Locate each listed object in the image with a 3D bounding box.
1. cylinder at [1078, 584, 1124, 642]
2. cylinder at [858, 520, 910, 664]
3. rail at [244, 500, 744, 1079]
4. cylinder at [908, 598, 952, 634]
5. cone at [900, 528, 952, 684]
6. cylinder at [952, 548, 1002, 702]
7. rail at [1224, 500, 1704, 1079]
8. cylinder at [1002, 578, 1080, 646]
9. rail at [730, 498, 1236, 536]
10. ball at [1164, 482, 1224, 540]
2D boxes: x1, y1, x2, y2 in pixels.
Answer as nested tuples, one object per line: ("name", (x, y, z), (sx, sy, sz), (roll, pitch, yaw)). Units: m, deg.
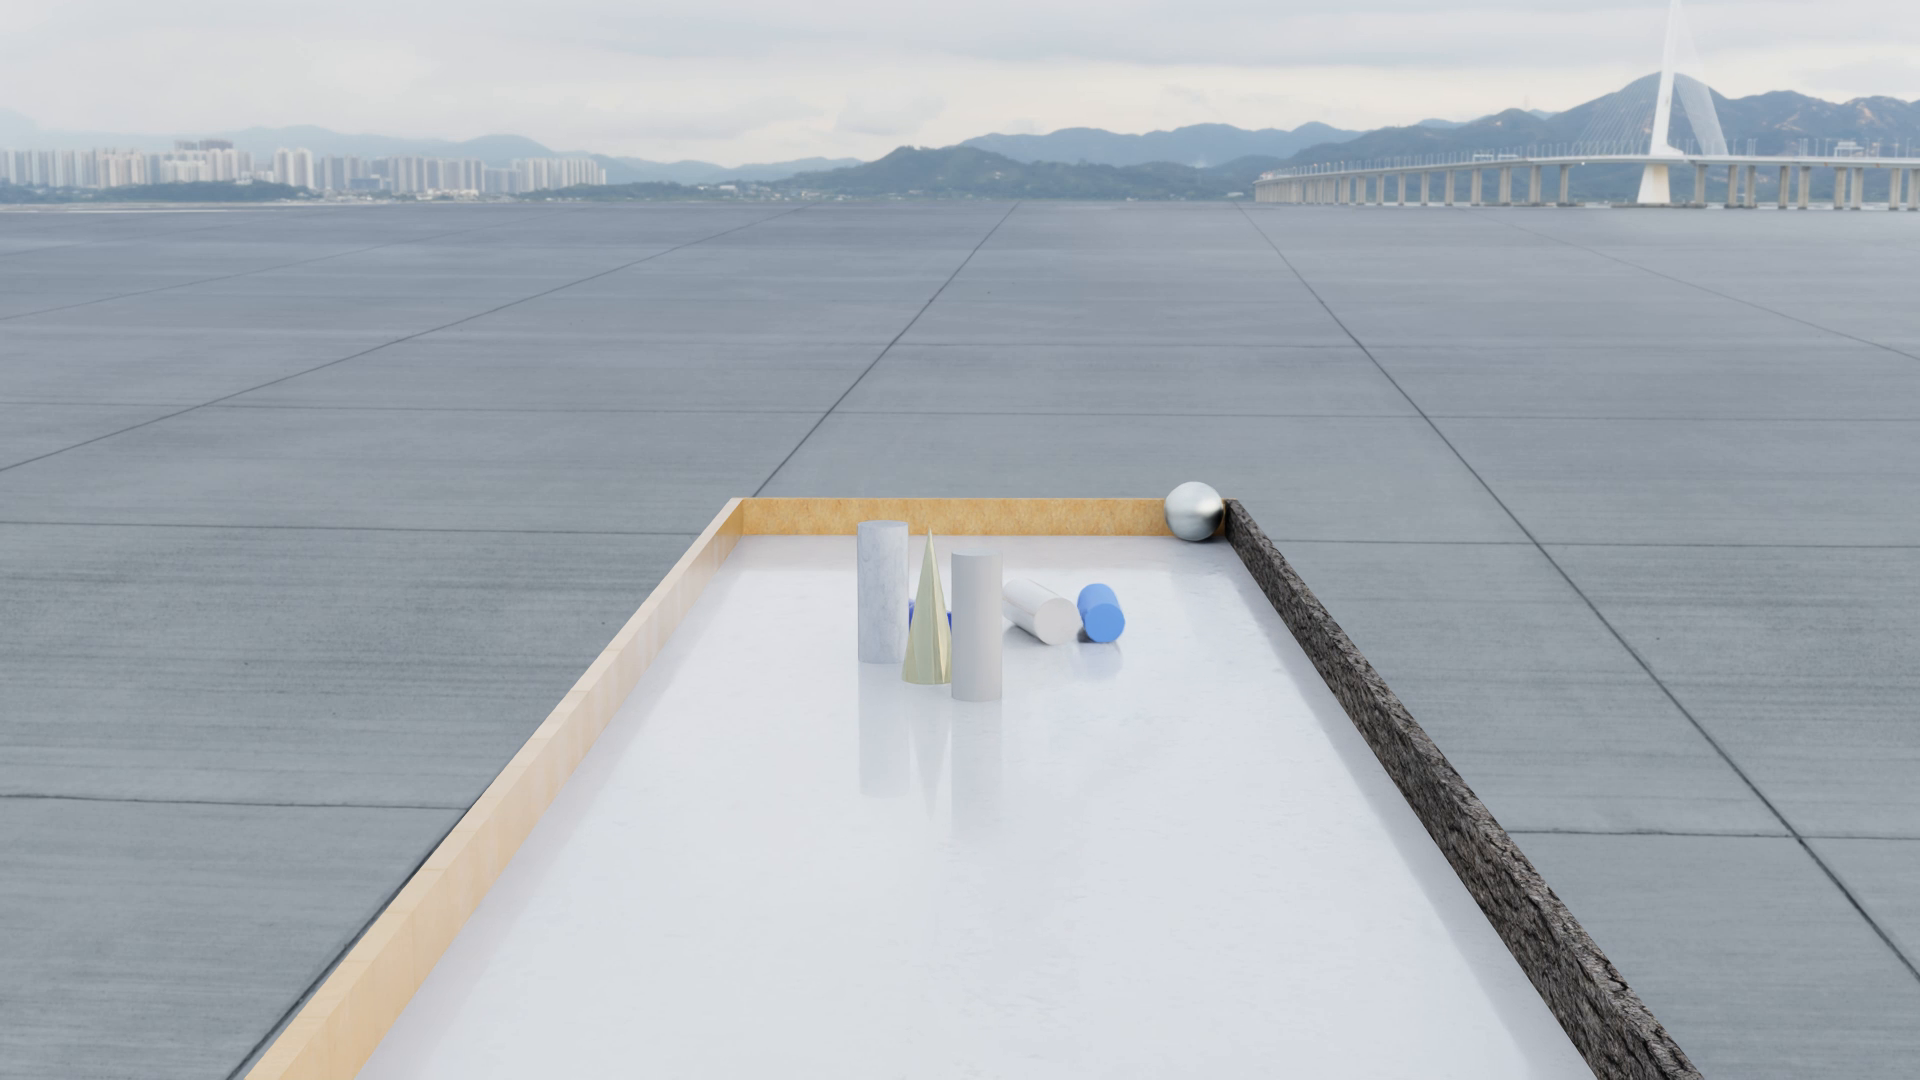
("cylinder", (0.454, 0.234, 7.122), (0.128, 0.128, 0.363), (0, 9, -1))
("cylinder", (-0.233, 0.157, 6.687), (0.156, 0.416, 0.156), (0, 9, 0))
("rail", (-1.004, 0.839, 3.234), (0.050, 0.150, 12.000), (0, 9, 1))
("cylinder", (-0.122, 0.258, 7.019), (0.114, 0.114, 0.367), (-5, 11, -31))
("cone", (-0.088, 0.180, 6.416), (0.173, 0.456, 0.173), (0, 9, 0))
("cylinder", (0.047, 0.237, 6.189), (0.144, 0.414, 0.144), (0, 9, 0))
("rail", (1.046, 0.843, 3.208), (0.050, 0.150, 12.000), (0, 9, 1))
("cylinder", (0.253, 0.228, 7.084), (0.152, 0.152, 0.373), (-3, 9, -16))
("rail", (0.099, -0.098, 9.147), (2.100, 0.150, 0.050), (0, 9, 1))
("ball", (0.954, -0.118, 8.976), (0.243, 0.243, 0.243), (0, 9, 0))
